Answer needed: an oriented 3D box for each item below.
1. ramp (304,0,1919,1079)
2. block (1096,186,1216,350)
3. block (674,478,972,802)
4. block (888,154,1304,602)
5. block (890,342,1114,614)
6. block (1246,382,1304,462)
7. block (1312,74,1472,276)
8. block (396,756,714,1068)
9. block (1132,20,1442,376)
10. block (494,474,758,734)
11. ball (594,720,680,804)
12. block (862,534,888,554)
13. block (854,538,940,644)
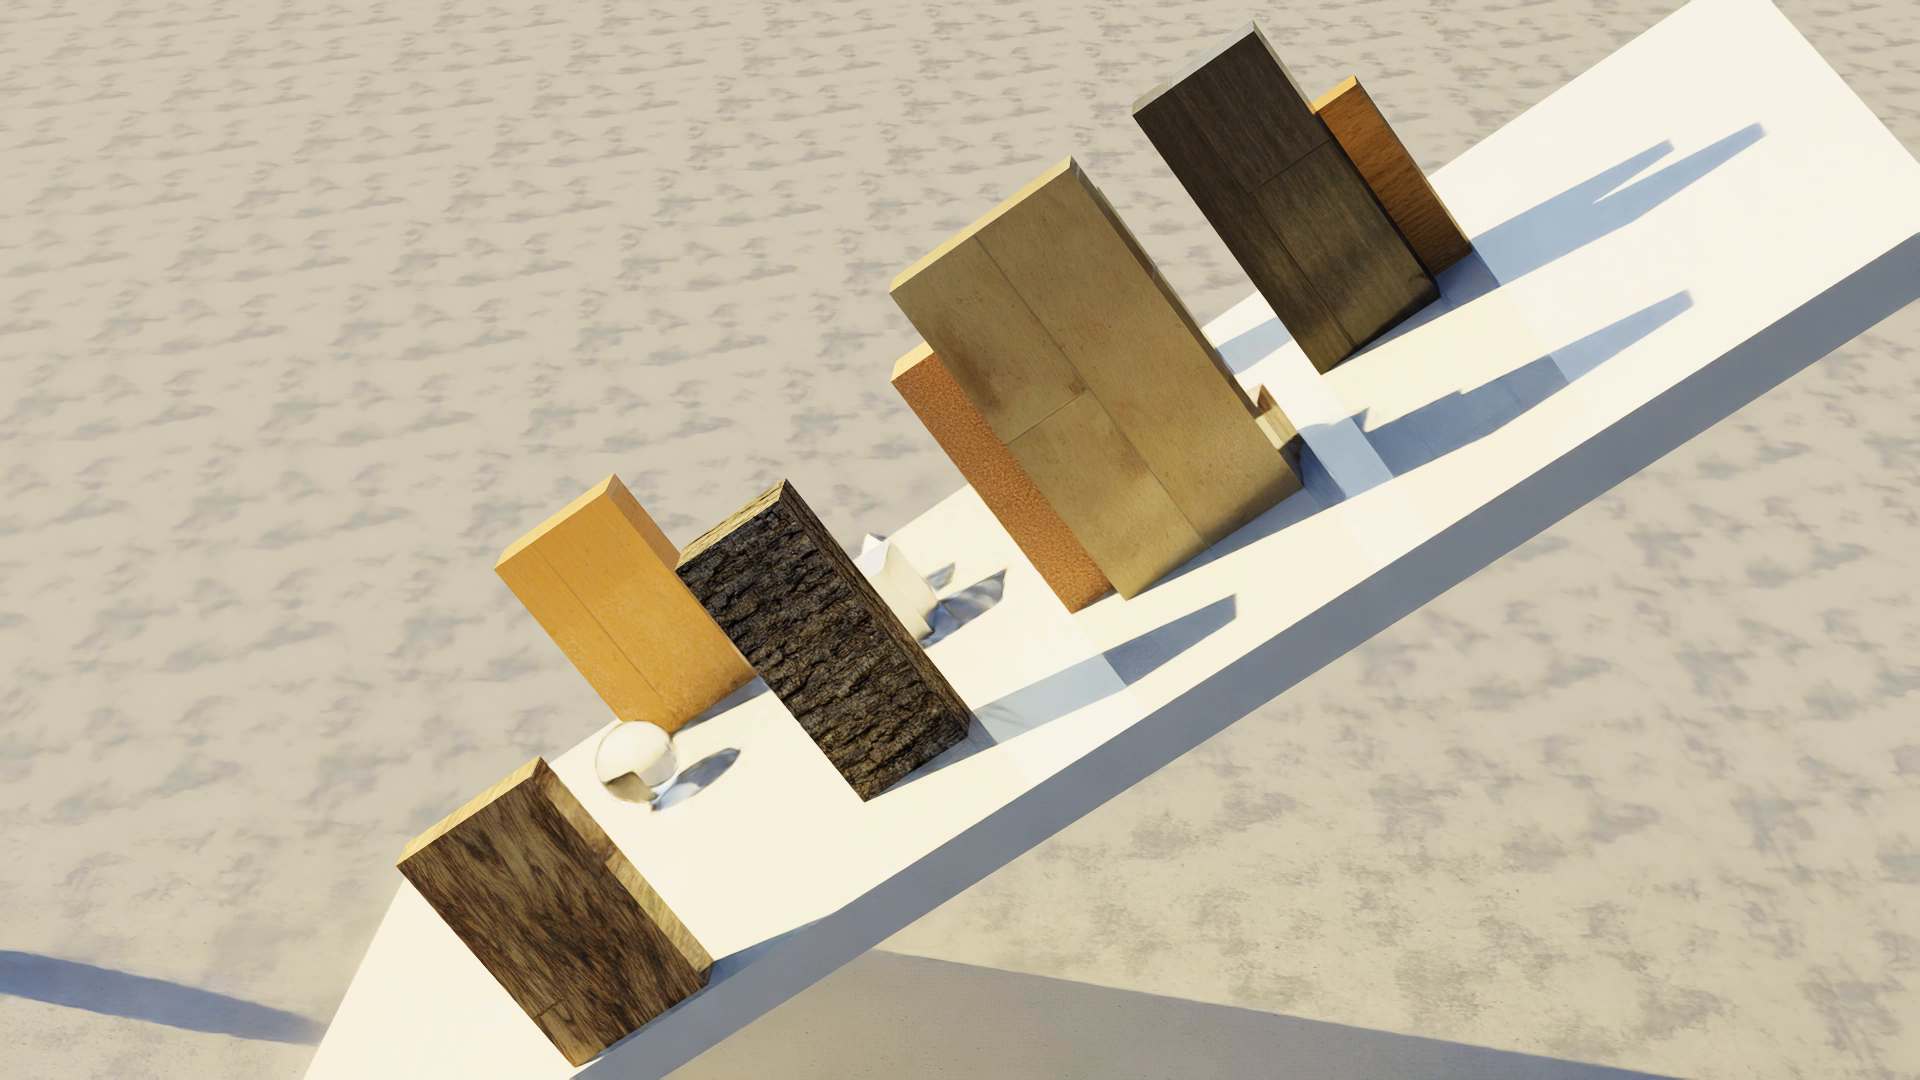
[{"bbox_3d":[0.132,0.177,6.315,4.000,0.100,2.000,-34,16,16],"label":"ramp"},{"bbox_3d":[0.287,-0.501,6.825,0.417,0.475,0.108,-34,16,16],"label":"block"},{"bbox_3d":[-0.265,0.201,5.795,0.257,0.611,0.121,-34,16,16],"label":"block"},{"bbox_3d":[0.270,-0.306,5.723,0.425,0.784,0.097,-34,16,16],"label":"block"},{"bbox_3d":[0.162,-0.179,5.922,0.282,0.614,0.126,-34,16,16],"label":"block"},{"bbox_3d":[0.580,-0.194,5.907,0.148,0.148,0.148,-31,17,25],"label":"block"},{"bbox_3d":[0.793,-0.687,6.284,0.418,0.444,0.091,-34,16,16],"label":"block"},{"bbox_3d":[-0.767,0.712,5.598,0.331,0.535,0.089,-34,16,16],"label":"block"},{"bbox_3d":[0.682,-0.709,6.133,0.301,0.689,0.107,-34,16,16],"label":"block"},{"bbox_3d":[-0.797,0.176,7.106,0.345,0.584,0.127,-34,16,16],"label":"block"},{"bbox_3d":[-0.741,0.511,6.757,0.194,0.194,0.194,0,22,0],"label":"ball"},{"bbox_3d":[-0.162,0.079,7.538,0.143,0.143,0.143,9,9,-29],"label":"block"},{"bbox_3d":[-0.182,0.150,6.555,0.186,0.186,0.186,-34,16,15],"label":"block"}]
